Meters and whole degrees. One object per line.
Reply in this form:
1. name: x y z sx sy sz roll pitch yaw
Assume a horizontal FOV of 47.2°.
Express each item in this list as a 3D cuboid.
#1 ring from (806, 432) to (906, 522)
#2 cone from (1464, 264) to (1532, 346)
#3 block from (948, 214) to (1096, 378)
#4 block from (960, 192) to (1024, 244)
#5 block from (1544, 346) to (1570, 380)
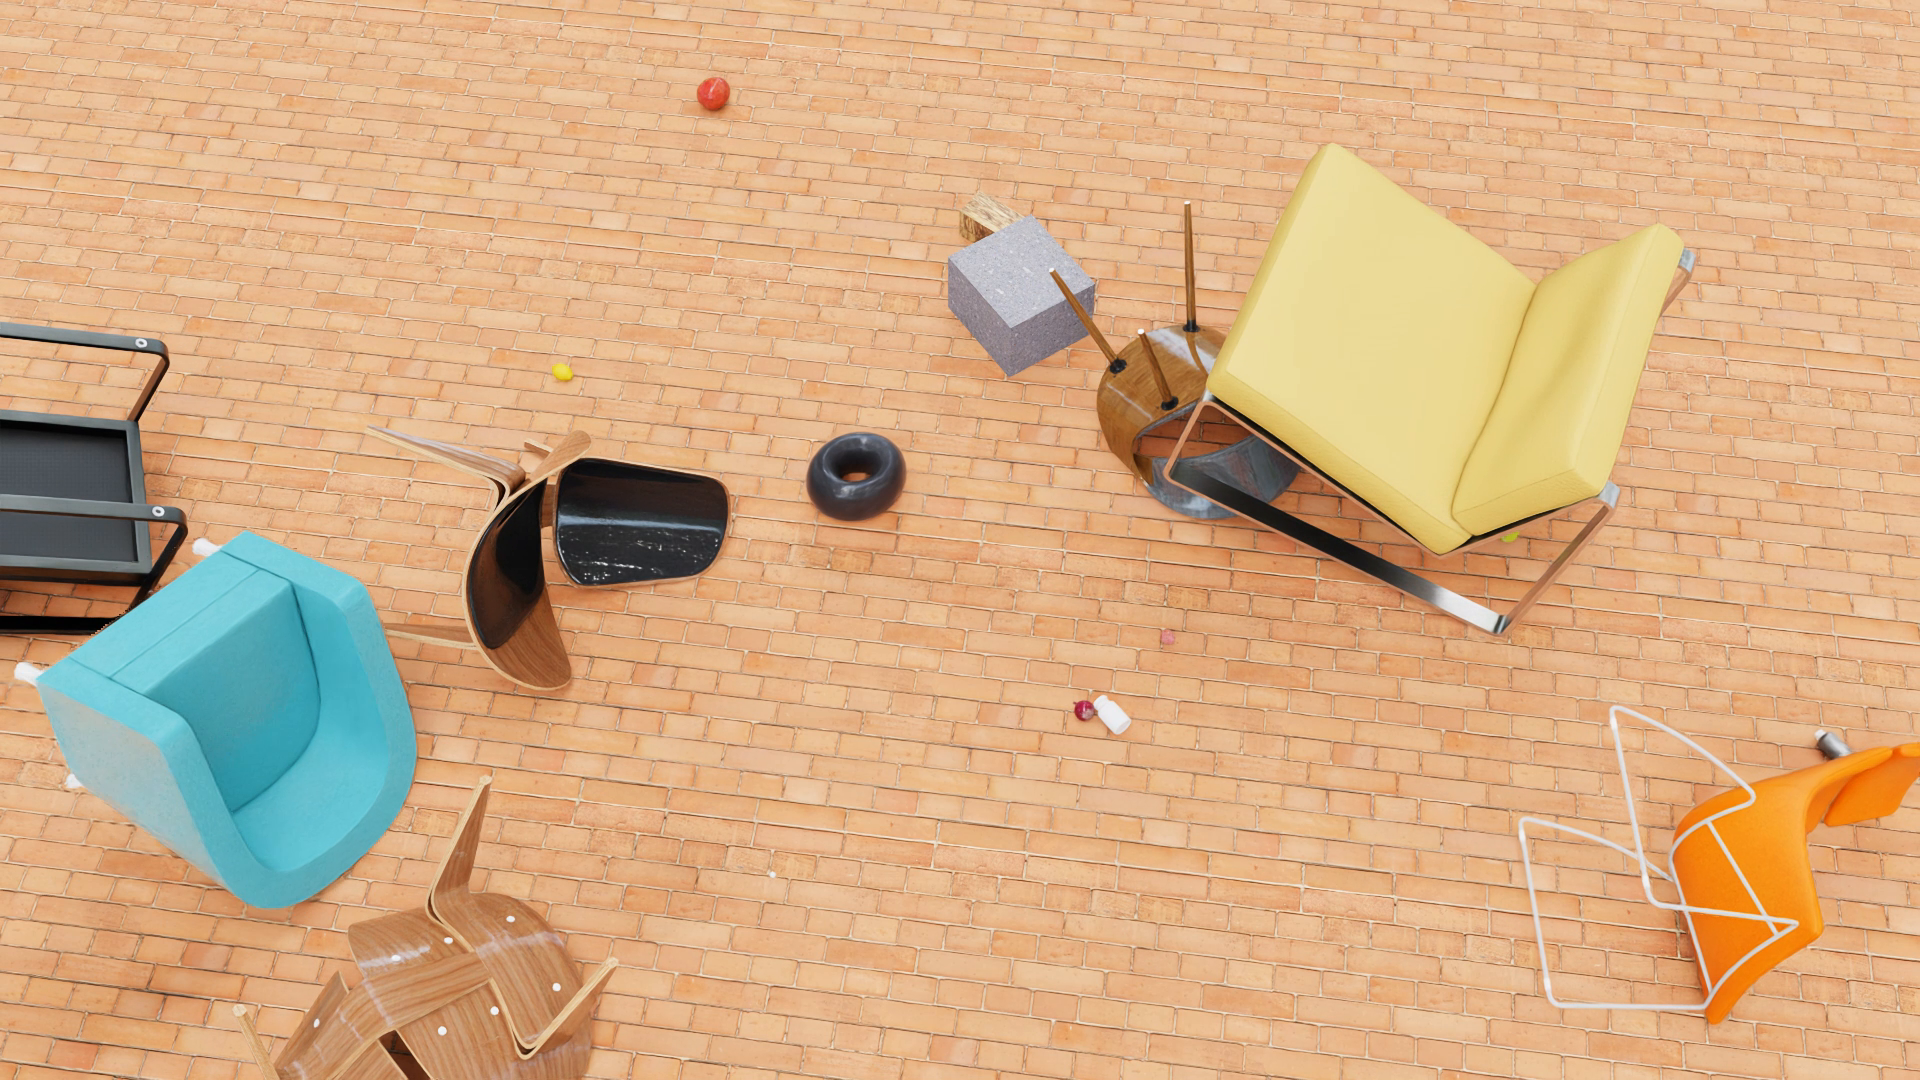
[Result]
1. ring: -0.311 -0.190 6.602 0.311 0.169 0.265 -21 60 -16
2. cone: 1.767 -0.785 7.038 0.249 0.201 0.282 -32 93 -48
3. block: 0.191 -0.772 6.944 0.318 0.245 0.347 -29 61 -18
4. block: 0.116 -1.019 7.189 0.214 0.115 0.112 33 62 20
5. block: 1.873 -0.554 6.905 0.039 0.068 0.077 25 60 16
